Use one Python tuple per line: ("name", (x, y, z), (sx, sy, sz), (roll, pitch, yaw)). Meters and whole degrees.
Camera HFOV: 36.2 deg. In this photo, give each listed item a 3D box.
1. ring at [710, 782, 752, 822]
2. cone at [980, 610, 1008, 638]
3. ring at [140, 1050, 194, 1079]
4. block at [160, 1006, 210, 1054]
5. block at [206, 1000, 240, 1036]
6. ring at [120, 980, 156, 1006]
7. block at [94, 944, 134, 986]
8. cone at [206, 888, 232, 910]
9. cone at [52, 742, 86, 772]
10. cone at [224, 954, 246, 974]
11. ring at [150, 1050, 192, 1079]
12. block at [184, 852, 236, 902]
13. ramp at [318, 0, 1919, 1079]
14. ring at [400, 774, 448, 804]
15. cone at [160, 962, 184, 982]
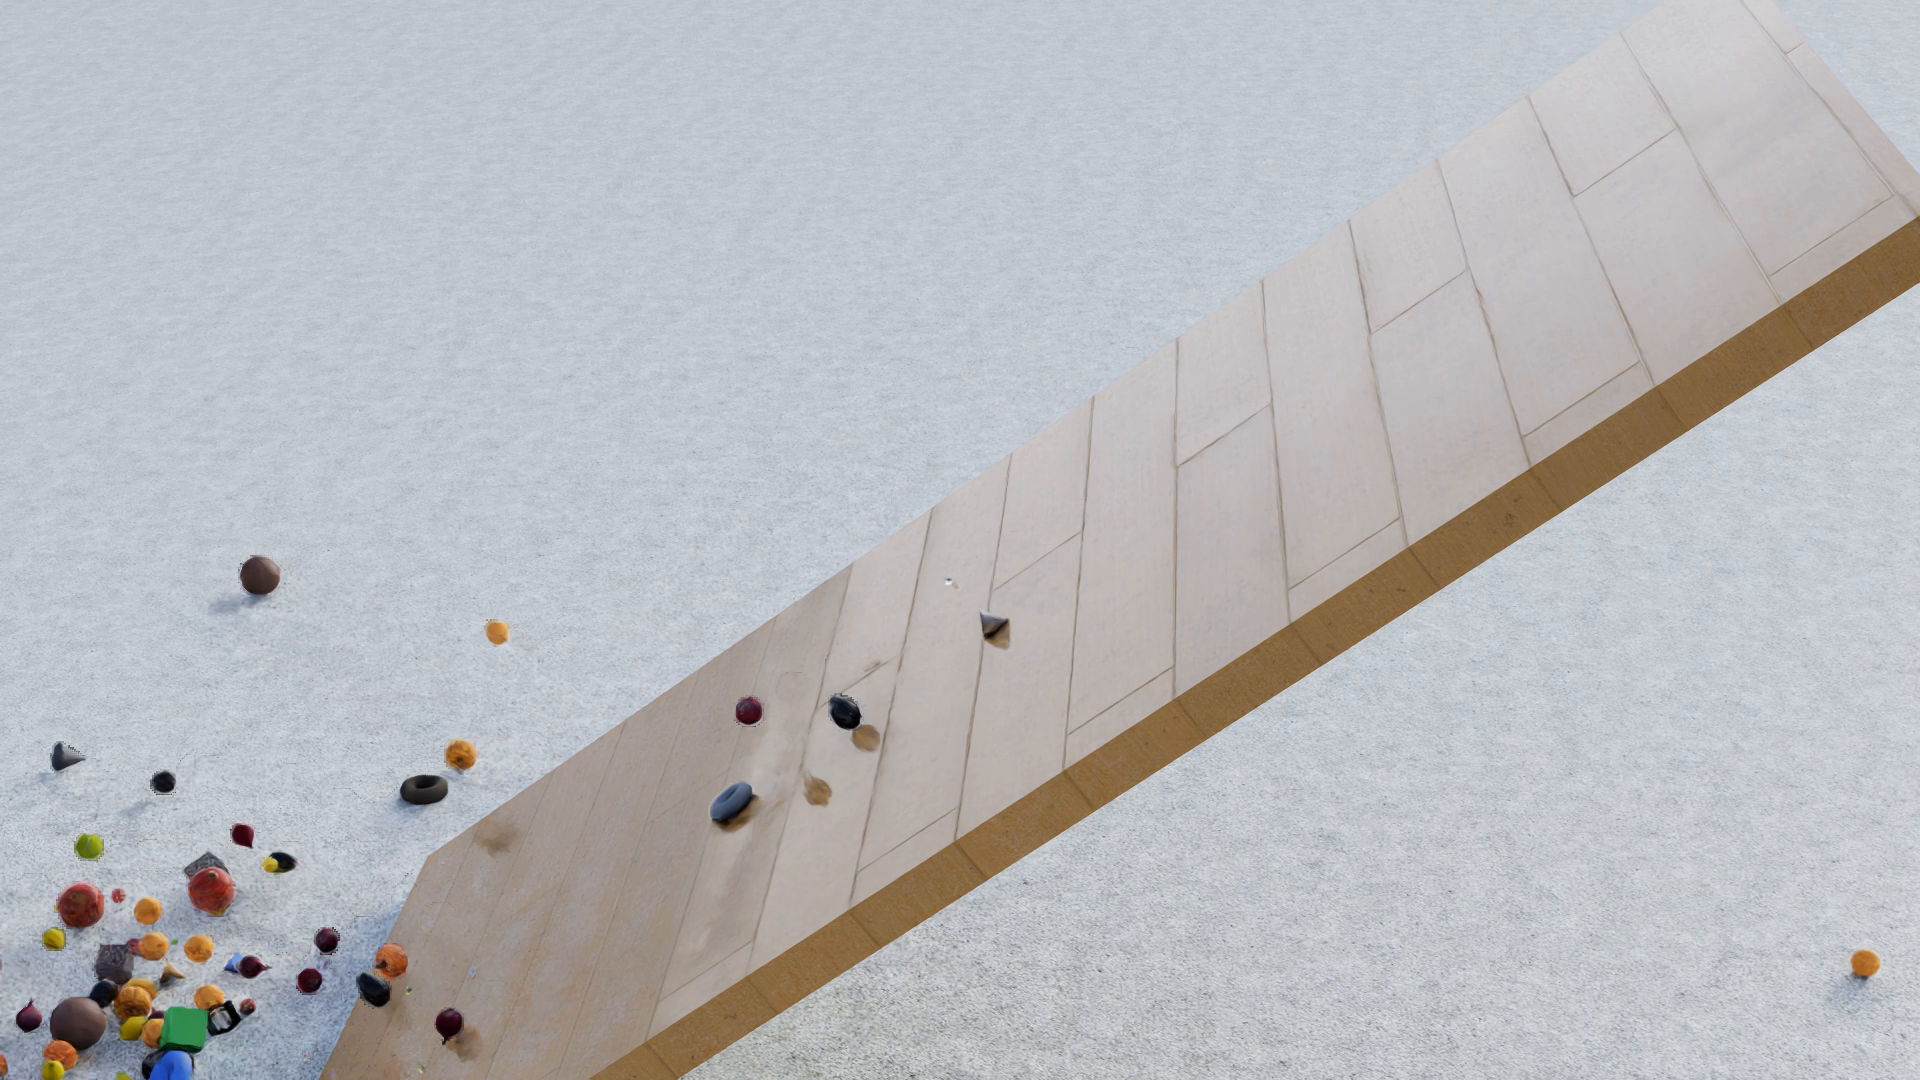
("ring", (-0.499, 0.571, 6.405), (0.109, 0.036, 0.109), (-36, 14, 11))
("cone", (0.077, 0.173, 6.222), (0.058, 0.058, 0.058), (-10, 22, 5))
("ring", (-1.881, 1.248, 6.984), (0.123, 0.041, 0.123), (0, 24, 0))
("block", (-1.835, 1.159, 6.956), (0.087, 0.087, 0.087), (13, -25, -23))
("block", (-1.793, 1.160, 7.135), (0.056, 0.056, 0.056), (-17, 15, 26))
("ring", (-2.023, 1.115, 7.240), (0.092, 0.092, 0.031), (-14, 60, -31))
("block", (-2.114, 1.062, 7.358), (0.072, 0.072, 0.072), (-1, 42, 0))
("cone", (-1.953, 0.951, 7.708), (0.061, 0.061, 0.061), (-36, 34, -12))
("cone", (-2.547, 0.625, 8.437), (0.083, 0.083, 0.083), (8, 14, -36))
("cone", (-1.838, 1.075, 7.417), (0.054, 0.054, 0.054), (-21, 15, 21))
("ring", (-1.847, 1.256, 6.876), (0.045, 0.134, 0.134), (36, -1, -36))
("block", (-1.979, 0.889, 7.756), (0.082, 0.082, 0.082), (-36, 37, -24))
("ramp", (0.128, 0.180, 6.324), (4.000, 0.100, 2.000), (-34, 16, 17))
("ring", (-1.507, 0.702, 8.282), (0.135, 0.045, 0.135), (0, 22, 0))
("cone", (-1.969, 1.090, 7.371), (0.056, 0.056, 0.056), (22, 16, -20))
